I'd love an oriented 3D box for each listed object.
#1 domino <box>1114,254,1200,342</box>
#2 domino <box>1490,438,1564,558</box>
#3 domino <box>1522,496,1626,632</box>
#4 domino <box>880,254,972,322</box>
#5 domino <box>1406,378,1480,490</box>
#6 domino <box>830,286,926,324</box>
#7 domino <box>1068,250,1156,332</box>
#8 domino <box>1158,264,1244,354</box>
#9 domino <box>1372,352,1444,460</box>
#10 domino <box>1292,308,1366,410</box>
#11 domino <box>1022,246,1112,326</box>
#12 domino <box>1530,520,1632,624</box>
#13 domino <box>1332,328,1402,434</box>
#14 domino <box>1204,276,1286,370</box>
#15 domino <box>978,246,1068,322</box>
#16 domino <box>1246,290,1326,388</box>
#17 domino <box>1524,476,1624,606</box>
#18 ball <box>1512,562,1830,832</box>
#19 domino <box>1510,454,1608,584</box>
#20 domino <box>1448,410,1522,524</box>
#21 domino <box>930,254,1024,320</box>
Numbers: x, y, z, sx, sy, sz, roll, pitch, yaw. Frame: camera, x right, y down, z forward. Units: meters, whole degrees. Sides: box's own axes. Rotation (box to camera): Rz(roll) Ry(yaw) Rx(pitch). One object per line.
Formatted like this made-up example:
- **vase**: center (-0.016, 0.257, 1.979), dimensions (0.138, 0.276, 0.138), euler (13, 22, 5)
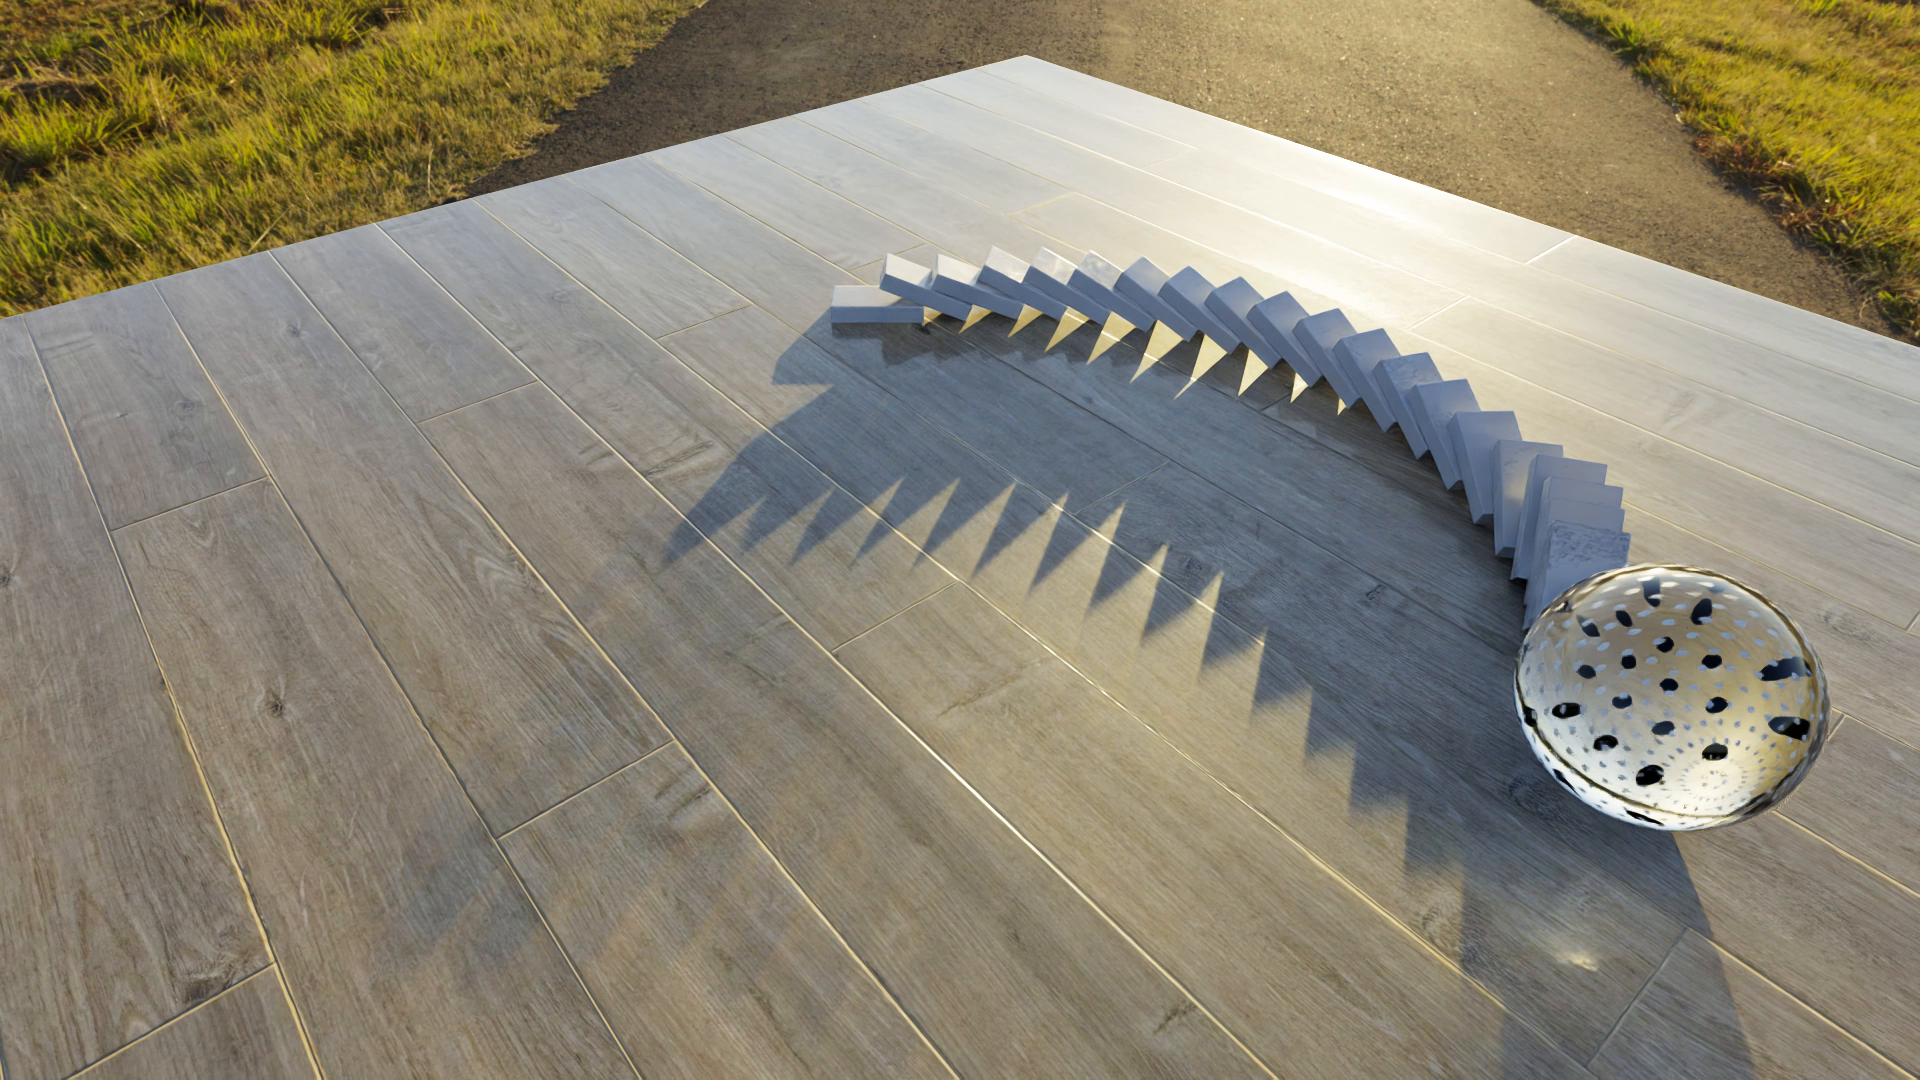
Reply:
- **domino**: center (0.109, -0.129, 0.585), dimensions (0.050, 0.010, 0.025), euler (40, 49, 8)
- **domino**: center (0.231, -0.016, 0.447), dimensions (0.025, 0.010, 0.050), euler (7, 65, 7)
- **domino**: center (0.226, 0.011, 0.405), dimensions (0.025, 0.009, 0.050), euler (12, 82, 14)
- **domino**: center (-0.018, -0.137, 0.596), dimensions (0.050, 0.009, 0.025), euler (18, 37, -15)
- **domino**: center (0.220, -0.047, 0.486), dimensions (0.025, 0.010, 0.050), euler (-7, 64, -9)
- **domino**: center (-0.044, -0.129, 0.601), dimensions (0.050, 0.010, 0.025), euler (0, 39, 0)
- **domino**: center (0.085, -0.134, 0.592), dimensions (0.050, 0.010, 0.025), euler (33, 45, 2)
- **domino**: center (0.131, -0.121, 0.576), dimensions (0.050, 0.009, 0.025), euler (43, 52, 10)
- **domino**: center (0.212, -0.062, 0.504), dimensions (0.025, 0.010, 0.050), euler (-10, 64, -12)
- **domino**: center (0.187, -0.089, 0.537), dimensions (0.025, 0.009, 0.050), euler (-19, 67, -22)
- **domino**: center (0.061, -0.138, 0.596), dimensions (0.050, 0.009, 0.025), euler (30, 43, -2)
- **domino**: center (0.222, 0.020, 0.395), dimensions (0.025, 0.009, 0.050), euler (12, 82, 14)
- **domino**: center (0.201, -0.076, 0.521), dimensions (0.025, 0.010, 0.050), euler (-15, 66, -17)
- **domino**: center (0.152, -0.112, 0.565), dimensions (0.025, 0.010, 0.050), euler (-31, 72, -32)
- **domino**: center (0.036, -0.140, 0.599), dimensions (0.050, 0.010, 0.025), euler (25, 40, -7)
- **domino**: center (0.170, -0.101, 0.552), dimensions (0.025, 0.010, 0.050), euler (-26, 70, -28)
- **domino**: center (0.232, 0.003, 0.416), dimensions (0.025, 0.010, 0.050), euler (12, 82, 14)
- **ball**: center (0.211, 0.047, 0.331), dimensions (0.080, 0.080, 0.080), euler (0, 39, 0)
- **domino**: center (0.233, -0.007, 0.427), dimensions (0.025, 0.009, 0.050), euler (12, 82, 14)
- **domino**: center (0.227, -0.031, 0.466), dimensions (0.025, 0.010, 0.050), euler (-1, 63, -1)
- **domino**: center (0.010, -0.138, 0.598), dimensions (0.050, 0.010, 0.025), euler (17, 37, -13)
